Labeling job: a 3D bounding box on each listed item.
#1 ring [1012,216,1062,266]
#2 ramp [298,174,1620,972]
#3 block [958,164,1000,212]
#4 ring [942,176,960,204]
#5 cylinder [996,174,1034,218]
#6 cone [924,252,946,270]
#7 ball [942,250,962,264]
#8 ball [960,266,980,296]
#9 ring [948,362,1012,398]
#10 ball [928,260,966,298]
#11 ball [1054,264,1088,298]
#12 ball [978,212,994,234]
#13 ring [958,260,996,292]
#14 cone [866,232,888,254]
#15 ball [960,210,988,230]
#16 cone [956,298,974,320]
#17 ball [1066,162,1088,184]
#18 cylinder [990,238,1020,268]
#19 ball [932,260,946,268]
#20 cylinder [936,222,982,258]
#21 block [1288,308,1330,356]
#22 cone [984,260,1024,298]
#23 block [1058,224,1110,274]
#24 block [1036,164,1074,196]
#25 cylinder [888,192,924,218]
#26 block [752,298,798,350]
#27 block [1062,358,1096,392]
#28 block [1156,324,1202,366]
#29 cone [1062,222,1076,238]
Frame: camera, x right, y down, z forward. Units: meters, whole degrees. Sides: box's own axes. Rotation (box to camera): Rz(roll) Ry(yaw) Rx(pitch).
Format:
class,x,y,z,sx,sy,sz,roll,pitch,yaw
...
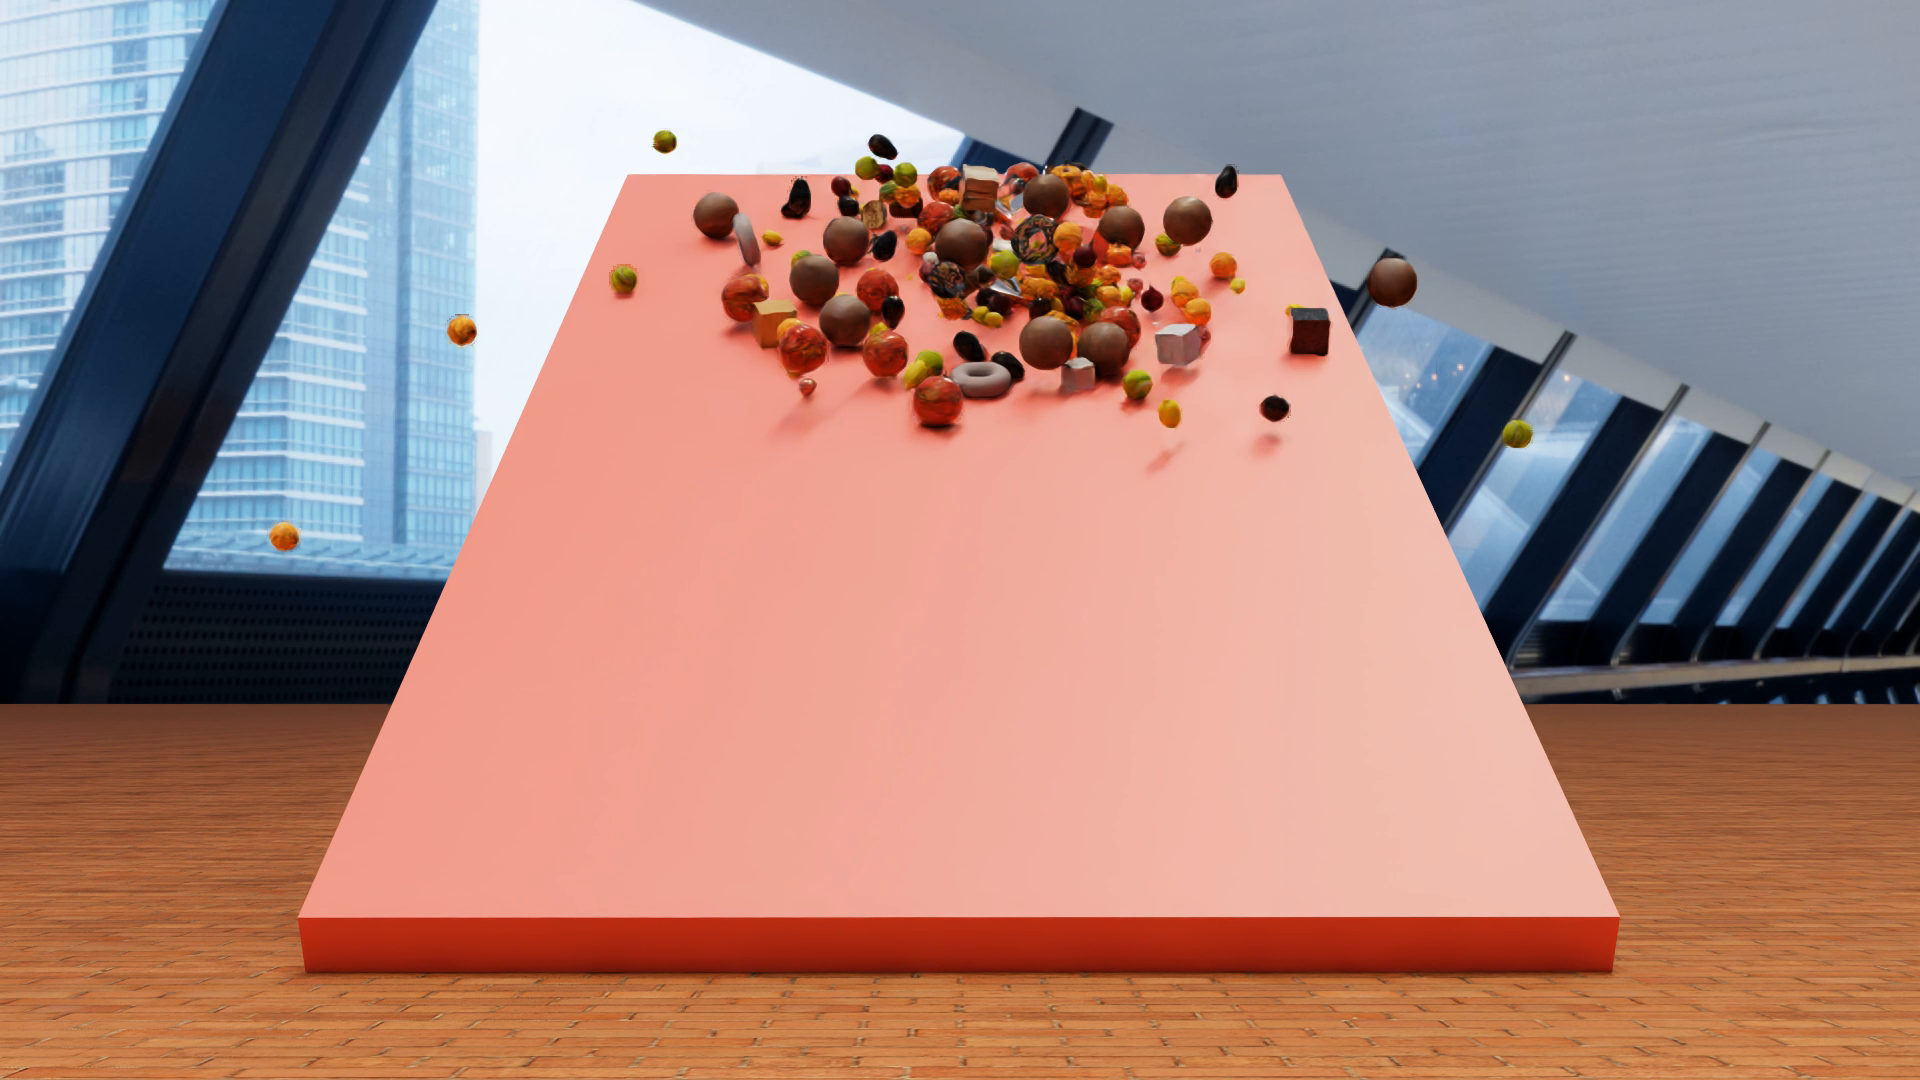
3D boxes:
class,x,y,z,sx,sy,sz,roll,pitch,yaw
ring,0.200,-0.778,6.082,0.139,0.139,0.046,-2,-15,23
ramp,-0.009,-0.229,5.375,2.000,0.100,4.000,0,25,0
block,0.050,-0.960,6.397,0.091,0.091,0.091,4,31,-10
ring,0.014,-0.997,6.655,0.131,0.044,0.131,-14,-19,-5
cylinder,0.145,-0.965,6.569,0.088,0.088,0.088,-44,3,-9
cone,-0.058,-0.756,6.263,0.057,0.057,0.057,-27,-17,27
ball,-0.023,-0.755,6.322,0.053,0.053,0.053,0,-4,0
ball,0.013,-0.646,5.827,0.075,0.075,0.075,0,-4,0
ring,0.047,-0.378,5.518,0.150,0.050,0.150,-1,26,0
ball,-0.030,-0.618,5.566,0.090,0.090,0.090,0,-4,0
ball,0.291,-0.678,6.119,0.087,0.087,0.087,0,-4,0
ball,0.055,-0.905,6.610,0.081,0.081,0.081,0,-4,0
ring,0.048,-0.682,6.060,0.129,0.043,0.129,23,-8,3
cone,-0.238,-0.803,6.421,0.059,0.059,0.059,-41,-11,7
ball,0.037,-0.897,6.516,0.078,0.078,0.078,0,-4,0
cone,0.012,-0.596,5.984,0.051,0.051,0.051,0,25,0
ball,0.351,-1.107,7.062,0.068,0.068,0.068,0,-4,0
cylinder,0.127,-0.778,6.345,0.069,0.069,0.069,13,0,17
ball,-0.046,-0.707,6.169,0.062,0.062,0.062,0,-4,0
cylinder,-0.003,-0.812,6.387,0.089,0.089,0.089,-23,6,-24
block,0.859,-0.514,5.765,0.090,0.090,0.090,1,25,2
cone,0.125,-0.644,5.919,0.096,0.096,0.096,42,-8,-3
block,0.322,-0.764,6.128,0.085,0.085,0.085,21,-11,36
block,0.275,-1.035,6.824,0.080,0.080,0.080,17,-16,-5
cylinder,-0.153,-0.952,6.663,0.073,0.073,0.073,5,-1,26
block,-0.457,-0.535,5.801,0.092,0.092,0.092,-7,26,-15
block,0.280,-0.392,5.539,0.057,0.057,0.057,-15,29,-26
block,0.525,-0.468,5.617,0.077,0.077,0.077,8,27,36
cone,0.301,-0.845,6.525,0.066,0.066,0.066,-19,-3,-4
